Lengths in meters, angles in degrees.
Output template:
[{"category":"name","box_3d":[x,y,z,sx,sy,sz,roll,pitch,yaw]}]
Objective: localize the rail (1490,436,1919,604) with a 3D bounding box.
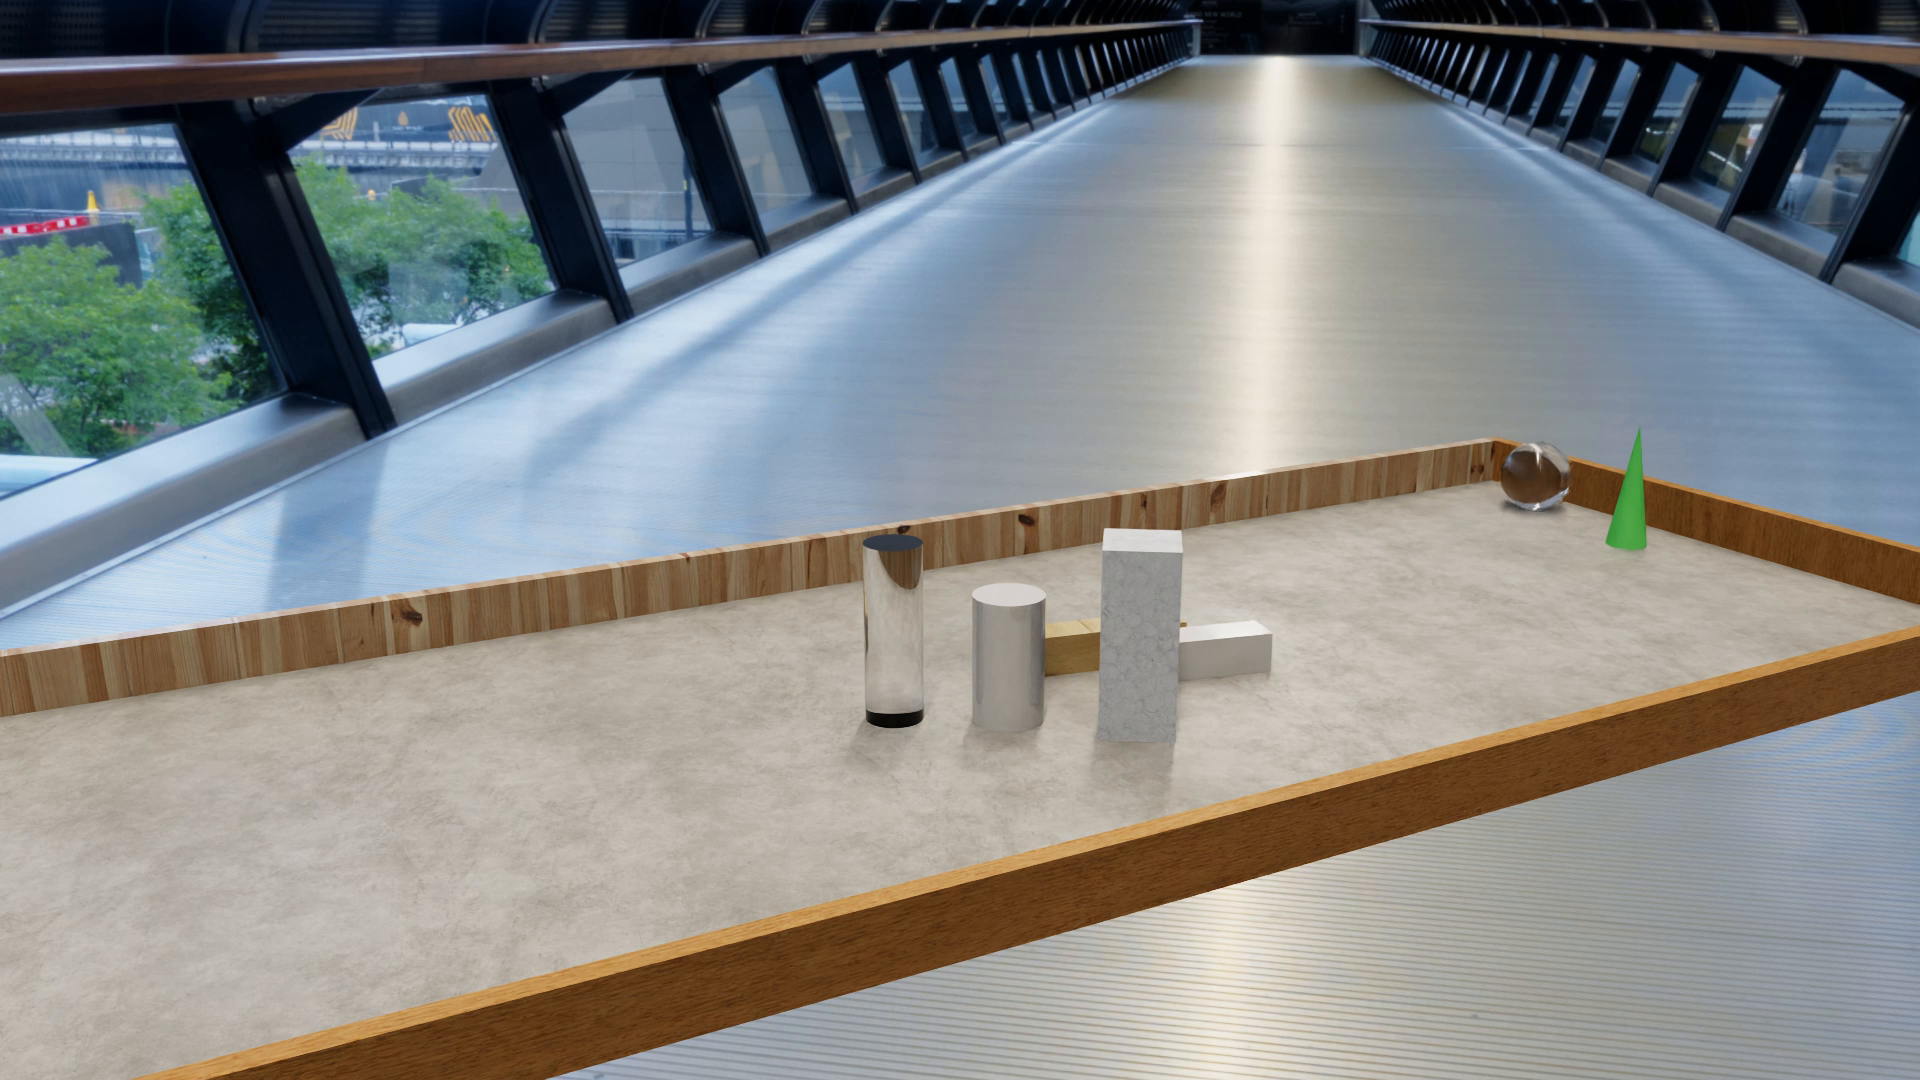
[{"category":"rail","box_3d":[2.466,-0.048,5.253,0.050,0.150,2.100,-9,18,-27]}]

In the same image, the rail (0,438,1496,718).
[{"category":"rail","box_3d":[-3.305,0.497,3.399,12.000,0.150,0.050,-9,18,-27]}]

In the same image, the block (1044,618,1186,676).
[{"category":"block","box_3d":[0.364,0.267,4.260,0.435,0.104,0.104,-5,17,-17]}]

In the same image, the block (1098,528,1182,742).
[{"category":"block","box_3d":[0.414,0.219,3.805,0.178,0.455,0.178,2,16,6]}]

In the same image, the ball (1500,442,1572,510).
[{"category":"ball","box_3d":[1.988,-0.222,5.694,0.235,0.235,0.235,0,16,0]}]

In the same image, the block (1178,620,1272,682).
[{"category":"block","box_3d":[0.591,0.287,4.194,0.392,0.104,0.104,-4,17,-15]}]

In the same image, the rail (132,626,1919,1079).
[{"category":"rail","box_3d":[-2.336,1.006,1.665,12.000,0.150,0.050,-9,18,-27]}]

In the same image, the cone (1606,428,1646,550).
[{"category":"cone","box_3d":[2.145,-0.176,5.255,0.124,0.394,0.124,0,16,0]}]

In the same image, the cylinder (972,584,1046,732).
[{"category":"cylinder","box_3d":[0.114,0.275,3.871,0.172,0.310,0.172,0,16,0]}]

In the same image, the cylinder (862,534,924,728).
[{"category":"cylinder","box_3d":[-0.155,0.213,3.862,0.139,0.432,0.139,0,16,0]}]
